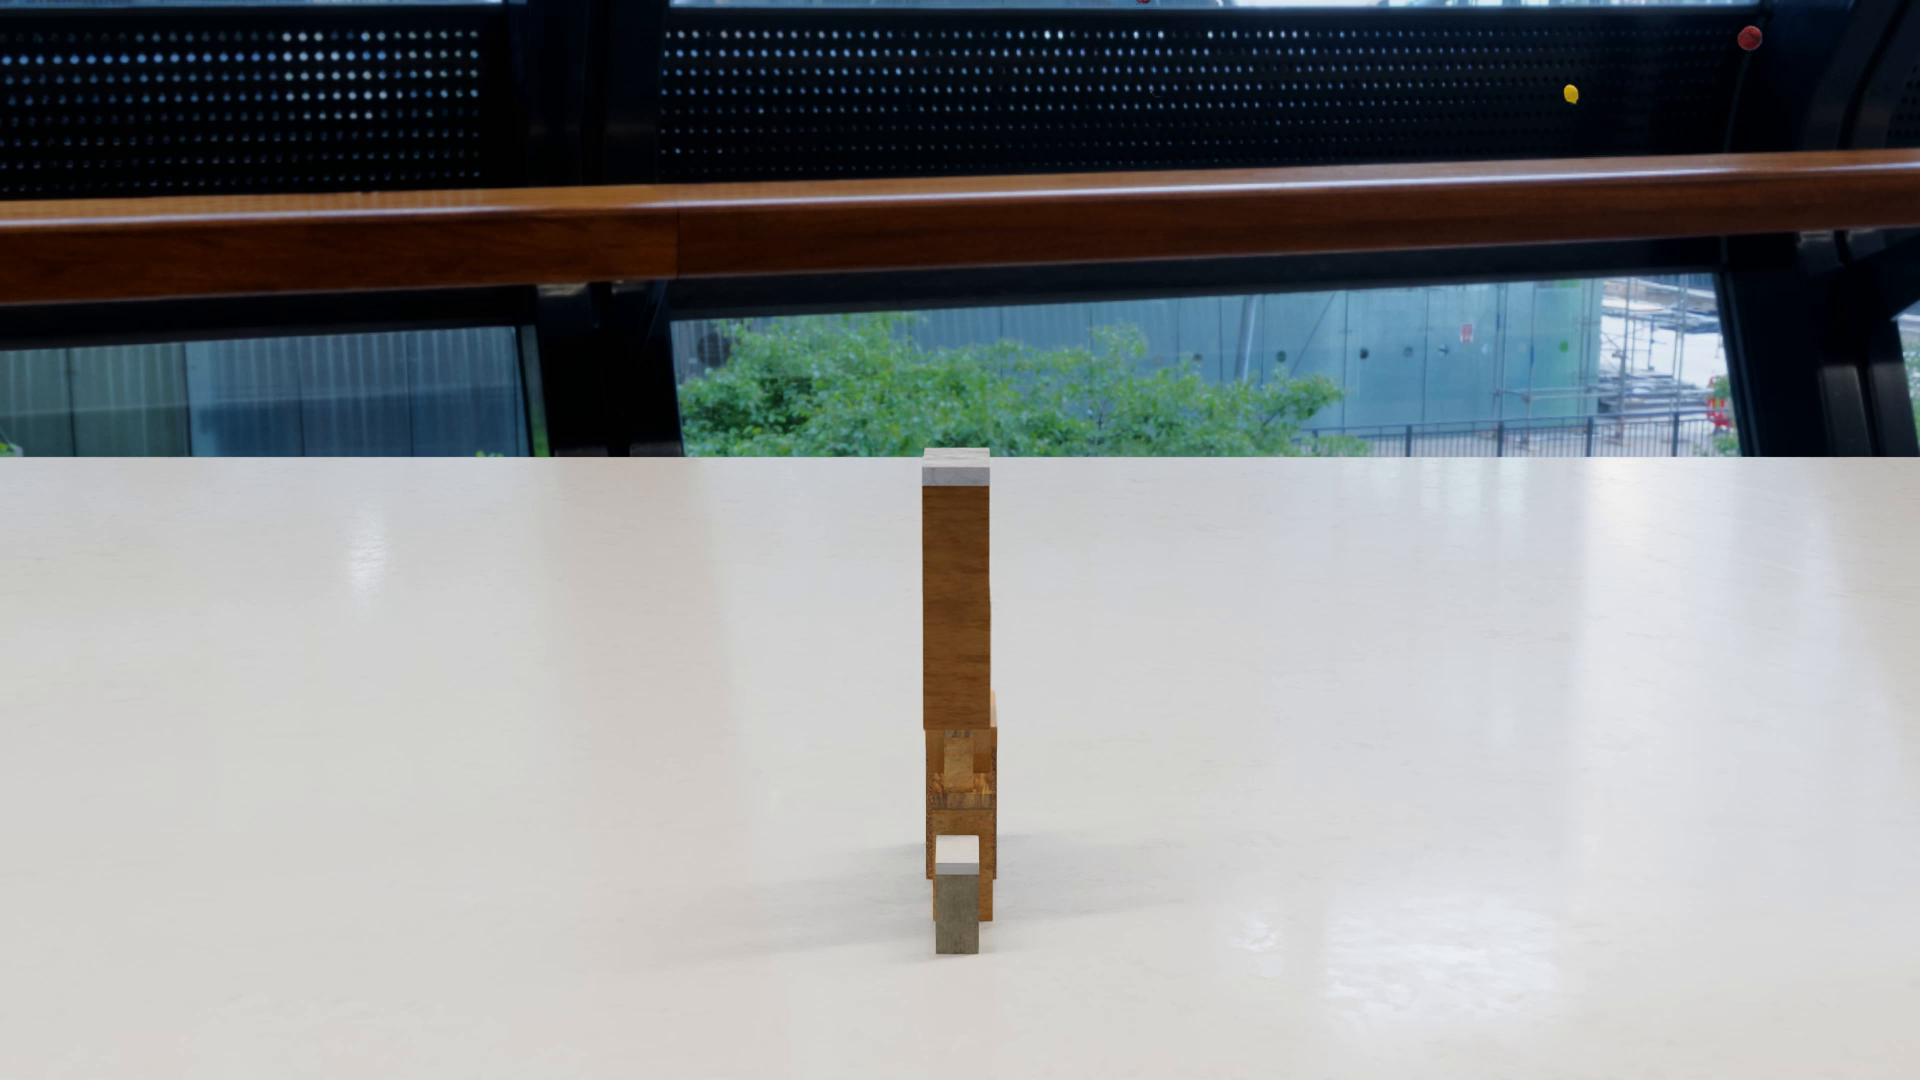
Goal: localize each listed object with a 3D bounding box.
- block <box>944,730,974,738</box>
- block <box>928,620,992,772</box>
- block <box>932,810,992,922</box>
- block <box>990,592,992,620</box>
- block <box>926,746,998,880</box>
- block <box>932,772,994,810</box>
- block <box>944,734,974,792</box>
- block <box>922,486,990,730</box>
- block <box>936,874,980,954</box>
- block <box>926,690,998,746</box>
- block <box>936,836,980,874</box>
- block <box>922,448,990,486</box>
[{"bbox_3d":[-0.002,0.296,3.509,0.046,0.013,0.093,0,11,1],"label":"block"},{"bbox_3d":[0.000,0.251,3.587,0.102,0.260,0.029,0,11,0],"label":"block"},{"bbox_3d":[0.005,0.517,3.536,0.096,0.192,0.027,0,11,0],"label":"block"},{"bbox_3d":[0.000,0.096,3.627,0.102,0.029,0.204,0,11,0],"label":"block"},{"bbox_3d":[0.002,0.456,3.733,0.120,0.240,0.034,0,11,0],"label":"block"},{"bbox_3d":[0.005,0.398,3.579,0.096,0.027,0.192,0,11,0],"label":"block"},{"bbox_3d":[-0.002,0.354,3.488,0.046,0.093,0.013,0,11,0],"label":"block"},{"bbox_3d":[-0.006,0.104,3.437,0.104,0.392,0.030,0,11,0],"label":"block"},{"bbox_3d":[-0.004,0.573,3.396,0.067,0.133,0.019,0,11,0],"label":"block"},{"bbox_3d":[0.002,0.306,3.787,0.120,0.034,0.240,0,11,0],"label":"block"},{"bbox_3d":[-0.004,0.490,3.426,0.067,0.019,0.133,0,11,0],"label":"block"},{"bbox_3d":[-0.005,-0.116,3.467,0.104,0.030,0.209,0,11,1],"label":"block"}]
